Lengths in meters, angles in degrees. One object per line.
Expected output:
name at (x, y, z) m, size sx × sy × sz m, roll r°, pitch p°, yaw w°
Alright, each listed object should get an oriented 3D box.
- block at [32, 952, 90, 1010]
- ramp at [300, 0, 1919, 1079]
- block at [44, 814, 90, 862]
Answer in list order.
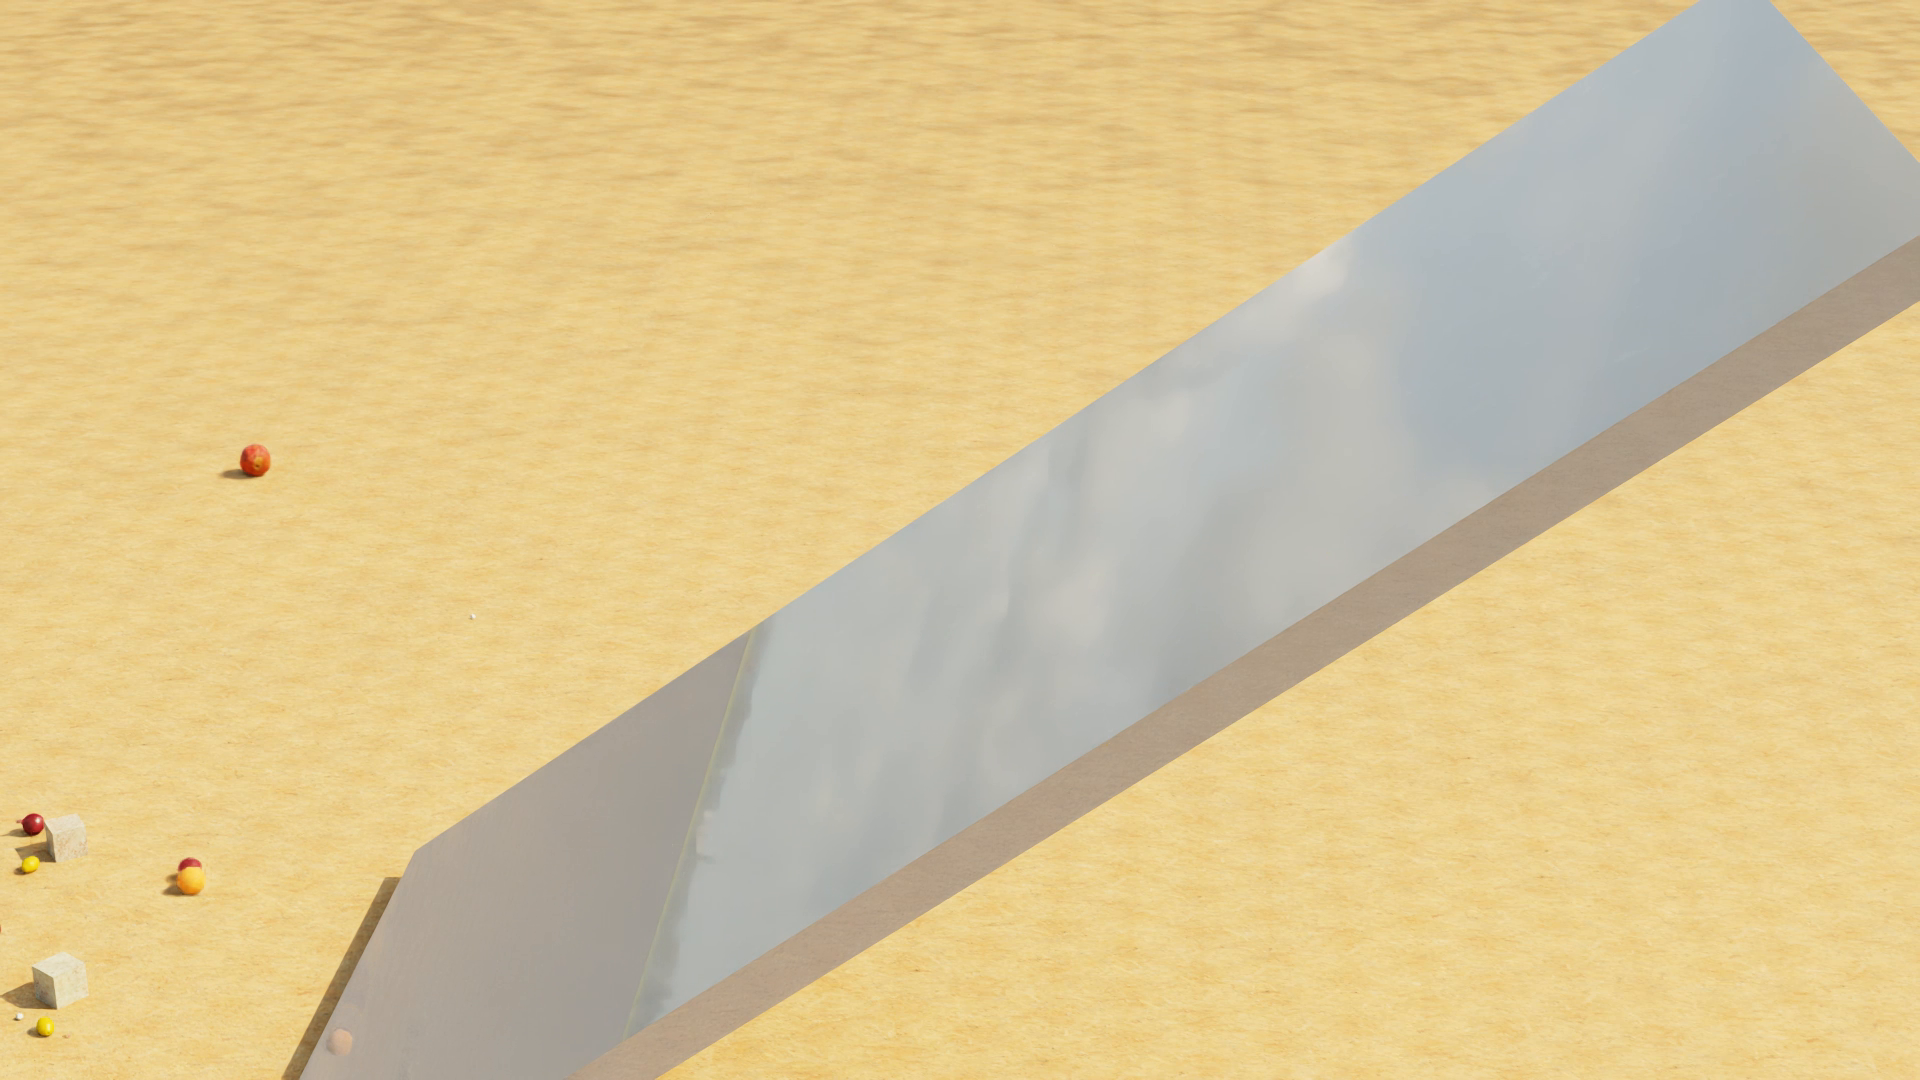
block at (-2.208, 1.081, 7.217) m, size 0.091 × 0.091 × 0.091 m, roll 17°, pitch 28°, yaw 36°
ramp at (0.133, 0.176, 6.313) m, size 4.000 × 0.100 × 2.000 m, roll -33°, pitch 16°, yaw 16°
block at (-2.404, 0.802, 7.914) m, size 0.088 × 0.088 × 0.088 m, roll -12°, pitch 25°, yaw -28°
